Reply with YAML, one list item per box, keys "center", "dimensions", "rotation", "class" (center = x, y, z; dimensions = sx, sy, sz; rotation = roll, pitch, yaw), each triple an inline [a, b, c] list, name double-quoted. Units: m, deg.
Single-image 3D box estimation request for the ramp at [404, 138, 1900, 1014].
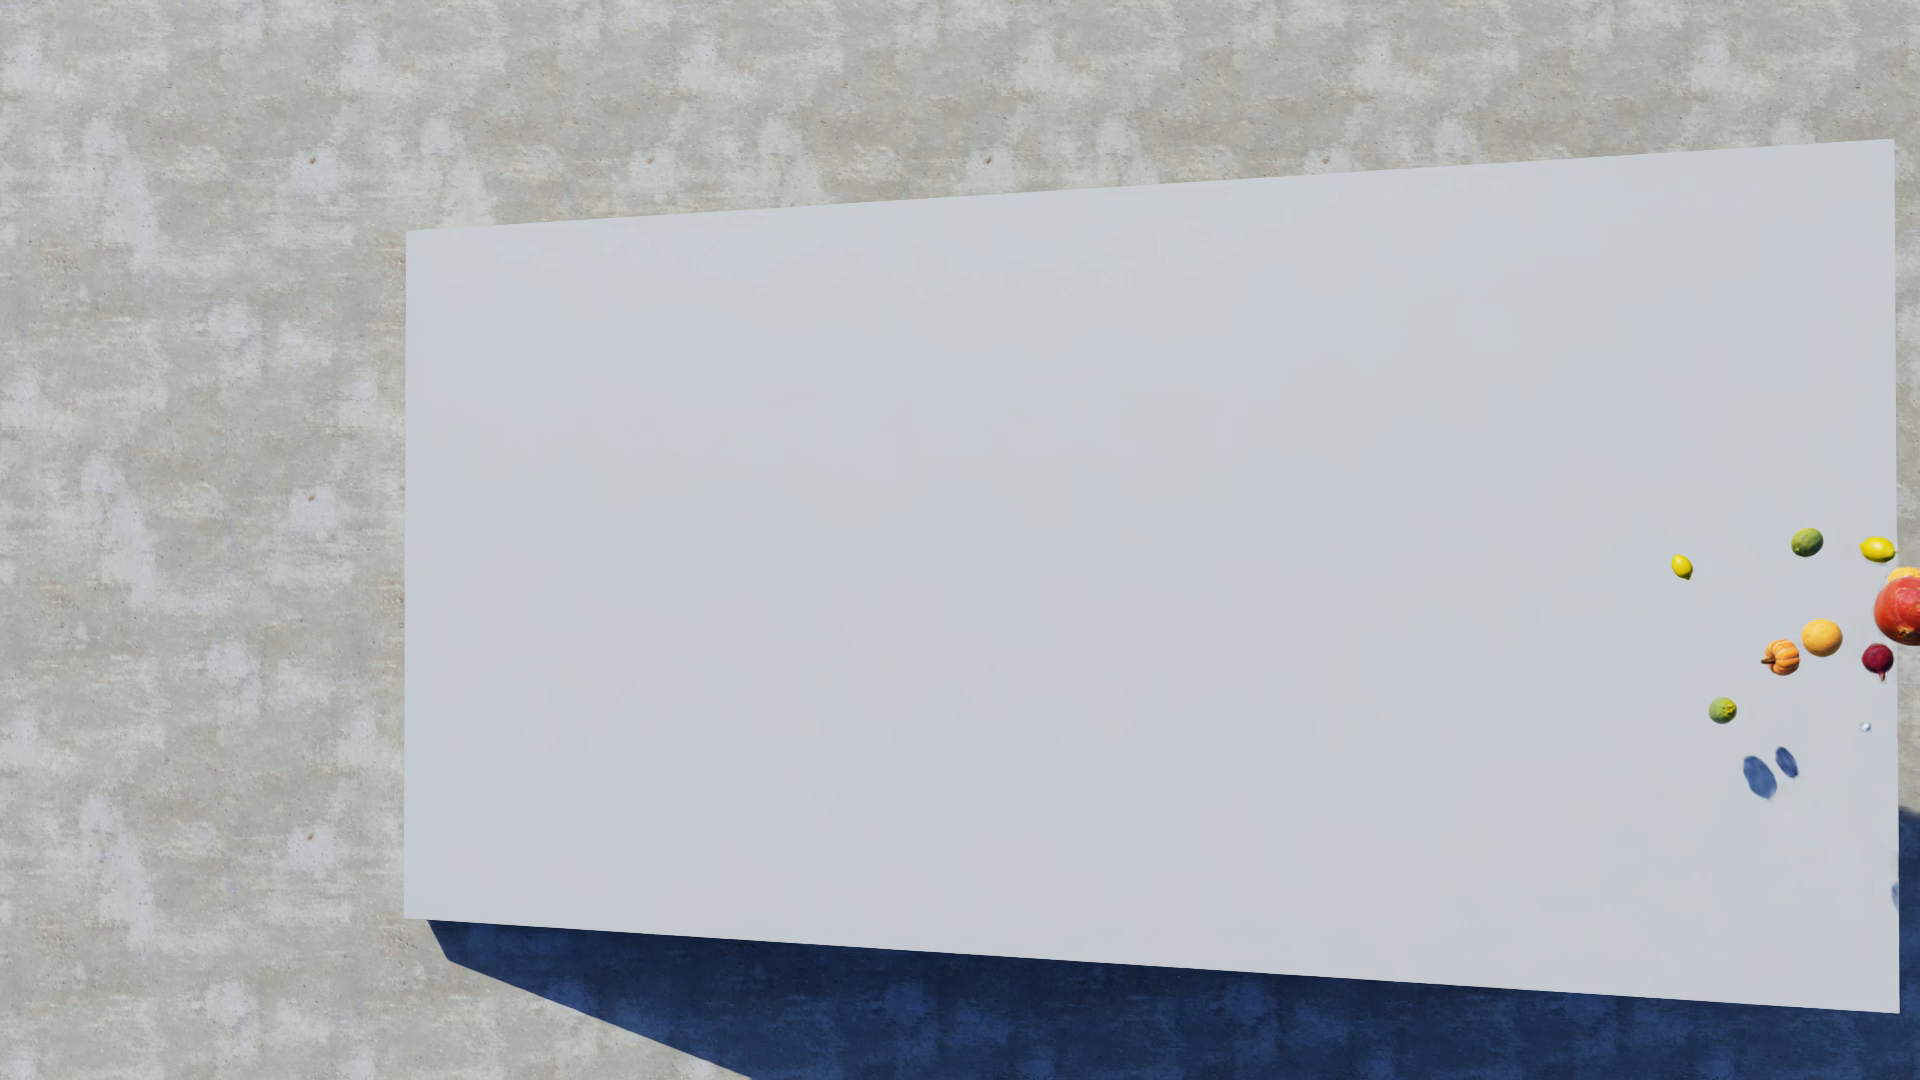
- center: [0.281, 0.089, 5.761]
  dimensions: [4.000, 0.100, 2.000]
  rotation: [0, 89, 20]
  class: "ramp"
